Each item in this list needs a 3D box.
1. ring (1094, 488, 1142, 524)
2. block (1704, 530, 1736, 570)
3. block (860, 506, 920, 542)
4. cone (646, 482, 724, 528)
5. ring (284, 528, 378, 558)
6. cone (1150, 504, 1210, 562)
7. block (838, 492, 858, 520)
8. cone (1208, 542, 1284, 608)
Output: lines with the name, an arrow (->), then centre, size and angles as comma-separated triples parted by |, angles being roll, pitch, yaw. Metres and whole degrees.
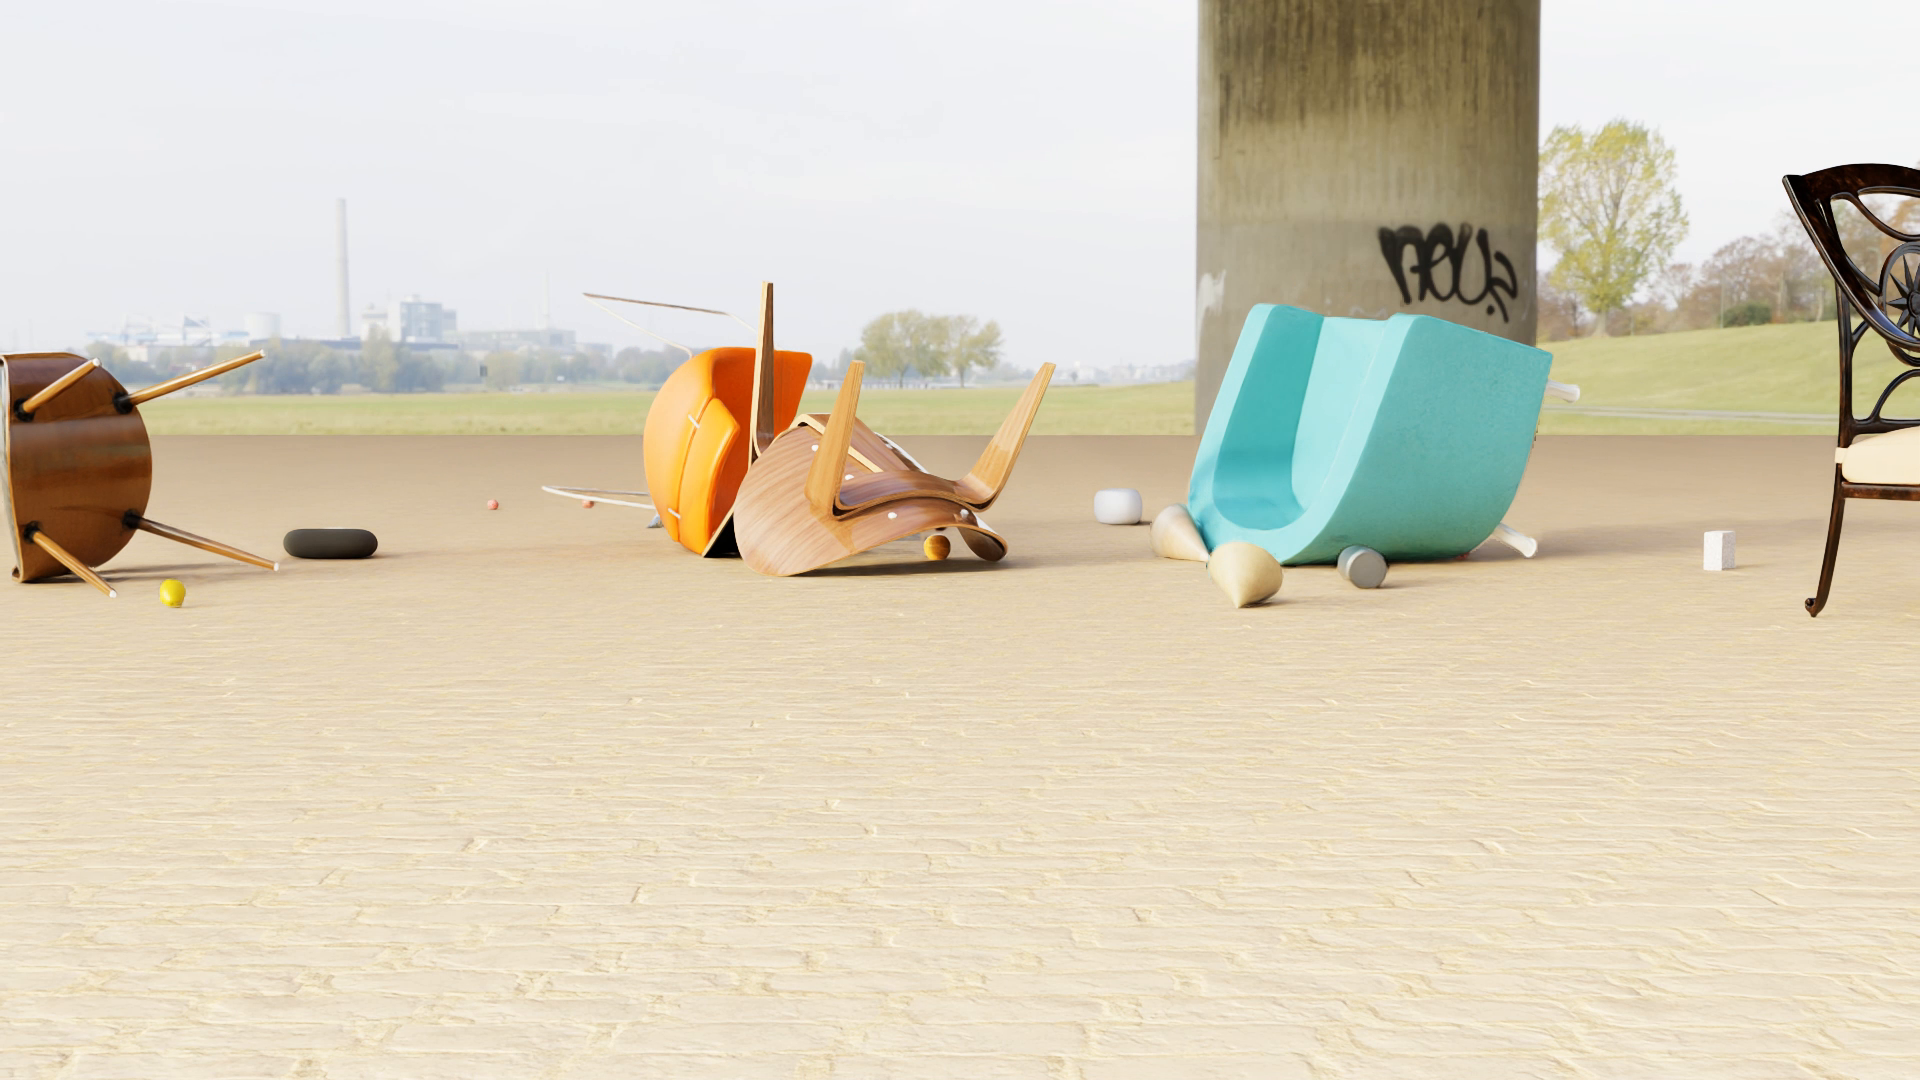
ring -> 0.529, -0.112, 7.365 | 0.156, 0.113, 0.335 | -3, 3, -6
block -> 1.896, 0.026, 5.487 | 0.045, 0.093, 0.086 | 3, 5, 41
block -> -0.210, -0.048, 6.554 | 0.158, 0.094, 0.131 | -1, 4, -12
cone -> -0.934, -0.078, 7.152 | 0.218, 0.150, 0.314 | -27, 12, -34
ring -> -1.684, 0.009, 5.883 | 0.285, 0.075, 0.203 | 1, 3, 31
cone -> 0.607, 0.017, 5.753 | 0.130, 0.161, 0.201 | -12, 31, -24
block -> -0.388, -0.119, 7.629 | 0.071, 0.090, 0.159 | 0, 4, -4
cone -> 0.583, 0.104, 4.556 | 0.160, 0.139, 0.151 | 27, 33, -1
